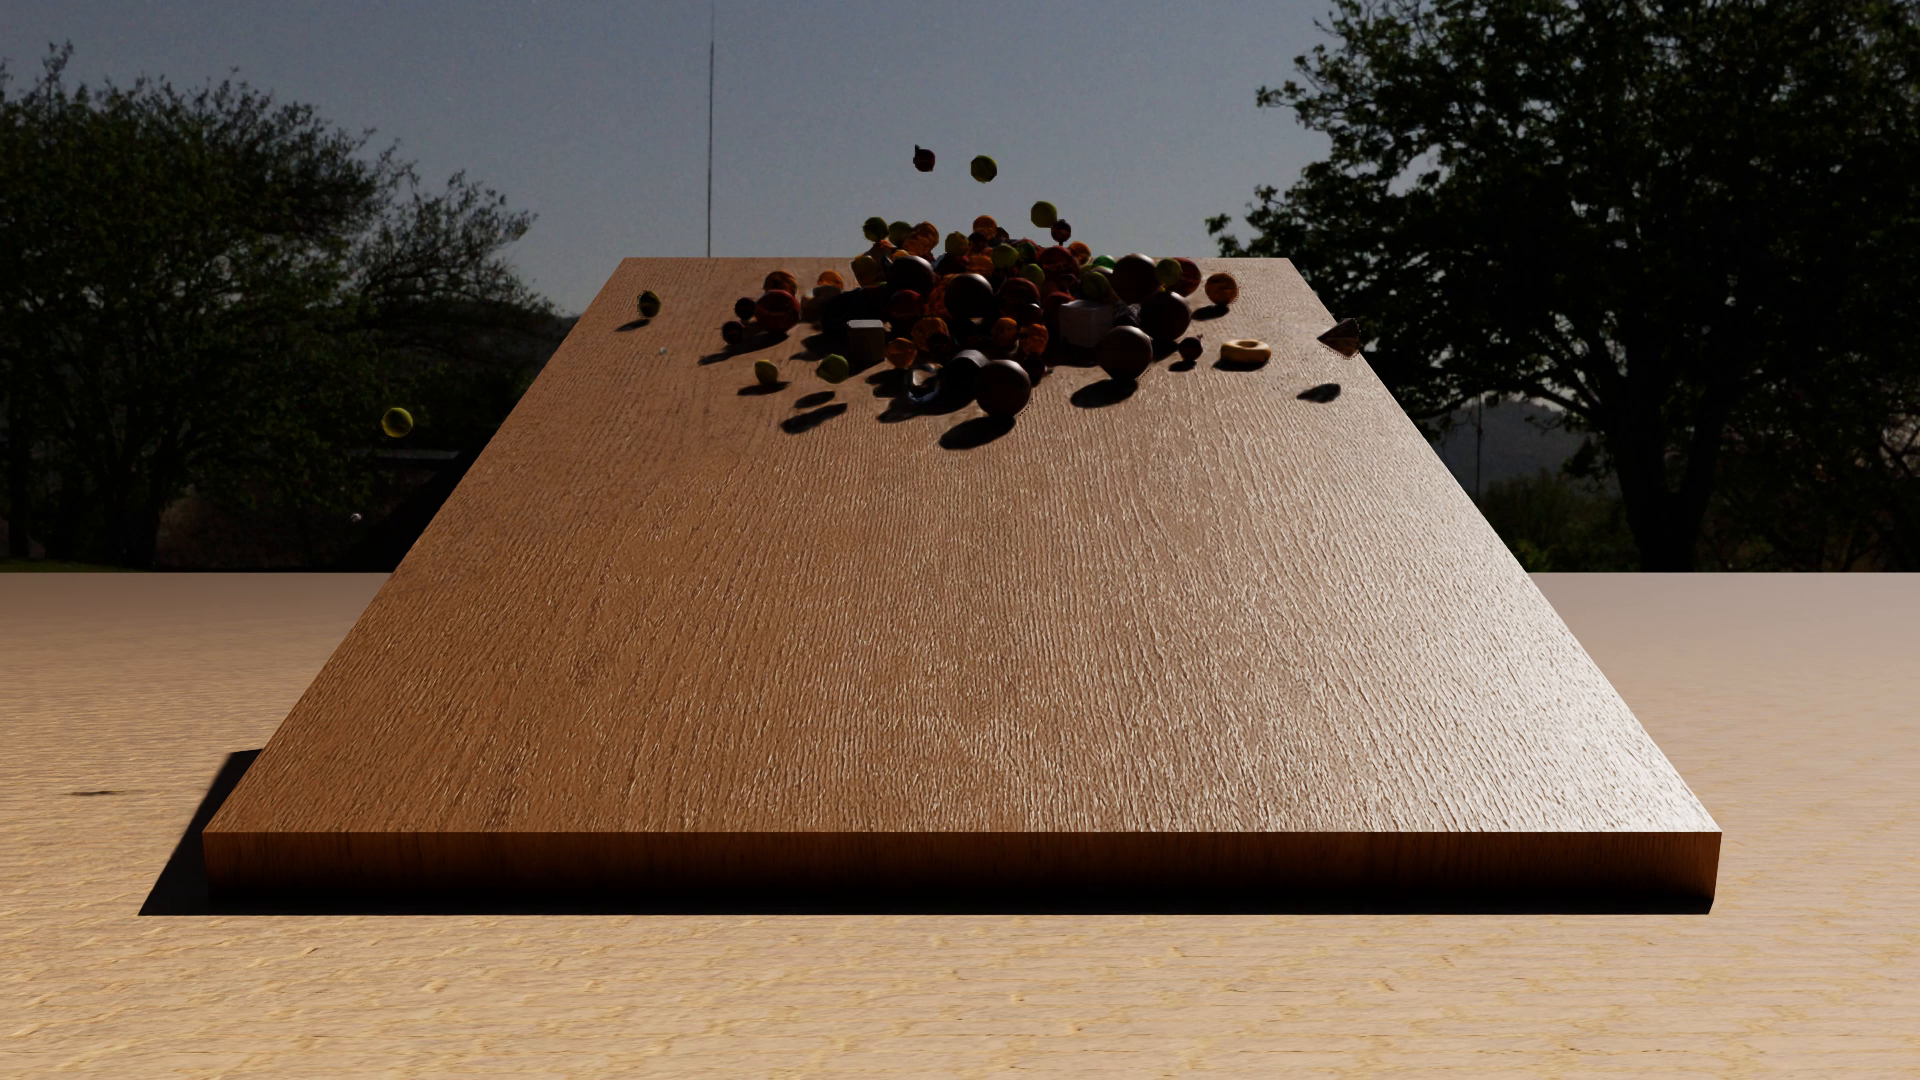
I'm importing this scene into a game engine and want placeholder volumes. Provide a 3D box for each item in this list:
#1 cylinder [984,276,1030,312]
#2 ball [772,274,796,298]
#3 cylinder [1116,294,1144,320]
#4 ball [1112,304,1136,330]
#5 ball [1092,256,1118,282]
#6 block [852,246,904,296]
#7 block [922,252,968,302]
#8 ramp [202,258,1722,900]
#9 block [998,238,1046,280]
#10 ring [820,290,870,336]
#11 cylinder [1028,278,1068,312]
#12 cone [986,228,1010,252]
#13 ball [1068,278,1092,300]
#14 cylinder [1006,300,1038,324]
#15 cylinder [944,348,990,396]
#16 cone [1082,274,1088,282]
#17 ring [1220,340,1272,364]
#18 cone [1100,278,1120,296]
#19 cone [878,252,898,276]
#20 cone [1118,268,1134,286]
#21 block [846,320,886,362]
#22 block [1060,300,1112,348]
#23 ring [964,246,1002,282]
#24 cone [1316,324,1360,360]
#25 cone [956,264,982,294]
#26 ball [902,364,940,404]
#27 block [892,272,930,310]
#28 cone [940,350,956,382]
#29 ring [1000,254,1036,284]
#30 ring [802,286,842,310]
[{"bbox_3d":[0.124,-0.649,5.945,0.090,0.090,0.090,9,-4,-25],"label":"cylinder"},{"bbox_3d":[-0.484,-0.700,6.172,0.065,0.065,0.065,0,-1,0],"label":"ball"},{"bbox_3d":[0.444,-0.603,5.852,0.054,0.054,0.054,-31,23,15],"label":"cylinder"},{"bbox_3d":[0.426,-0.578,5.800,0.065,0.065,0.065,0,-1,0],"label":"ball"},{"bbox_3d":[0.413,-0.773,6.380,0.078,0.078,0.078,0,-1,0],"label":"ball"},{"bbox_3d":[-0.223,-0.724,6.031,0.087,0.087,0.087,-39,39,-21],"label":"block"},{"bbox_3d":[-0.048,-0.716,6.089,0.081,0.081,0.081,-26,24,49],"label":"block"},{"bbox_3d":[-0.003,-0.186,4.860,2.000,0.100,4.000,0,18,0],"label":"ramp"},{"bbox_3d":[0.173,-0.805,6.409,0.094,0.094,0.094,8,7,-45],"label":"block"},{"bbox_3d":[-0.296,-0.582,5.745,0.143,0.143,0.048,0,-38,36],"label":"ring"},{"bbox_3d":[0.236,-0.656,6.006,0.077,0.077,0.077,16,5,23],"label":"cylinder"},{"bbox_3d":[0.109,-0.877,6.606,0.074,0.074,0.074,0,-8,-2],"label":"cone"},{"bbox_3d":[0.324,-0.671,6.028,0.065,0.065,0.065,0,-1,0],"label":"ball"},{"bbox_3d":[0.162,-0.594,5.840,0.060,0.060,0.060,0,0,25],"label":"cylinder"},{"bbox_3d":[0.016,-0.388,5.173,0.090,0.090,0.090,0,18,12],"label":"cylinder"},{"bbox_3d":[0.345,-0.718,6.240,0.054,0.054,0.054,6,15,-2],"label":"cone"},{"bbox_3d":[0.700,-0.461,5.481,0.126,0.042,0.126,1,18,0],"label":"ring"},{"bbox_3d":[0.408,-0.692,6.217,0.055,0.055,0.055,-35,10,-15],"label":"cone"},{"bbox_3d":[-0.197,-0.733,5.898,0.053,0.053,0.053,-10,32,7],"label":"cone"},{"bbox_3d":[0.461,-0.738,6.360,0.052,0.052,0.052,-1,40,44],"label":"cone"},{"bbox_3d":[-0.232,-0.491,5.499,0.083,0.083,0.083,-4,19,-11],"label":"block"},{"bbox_3d":[0.318,-0.549,5.659,0.096,0.096,0.096,13,22,35],"label":"block"},{"bbox_3d":[0.066,-0.787,6.384,0.107,0.107,0.036,0,12,-1],"label":"ring"},{"bbox_3d":[0.882,-0.478,5.304,0.091,0.091,0.091,10,-5,-28],"label":"cone"},{"bbox_3d":[0.030,-0.732,6.125,0.087,0.087,0.087,0,-23,-18],"label":"cone"},{"bbox_3d":[-0.087,-0.355,5.074,0.088,0.088,0.088,0,-1,0],"label":"ball"},{"bbox_3d":[-0.135,-0.674,6.053,0.066,0.066,0.066,-42,37,-21],"label":"block"},{"bbox_3d":[-0.013,-0.416,5.284,0.074,0.074,0.074,0,18,0],"label":"cone"},{"bbox_3d":[0.165,-0.755,6.284,0.114,0.114,0.038,1,40,-46],"label":"ring"},{"bbox_3d":[-0.374,-0.655,6.051,0.113,0.038,0.113,-9,30,5],"label":"ring"}]
